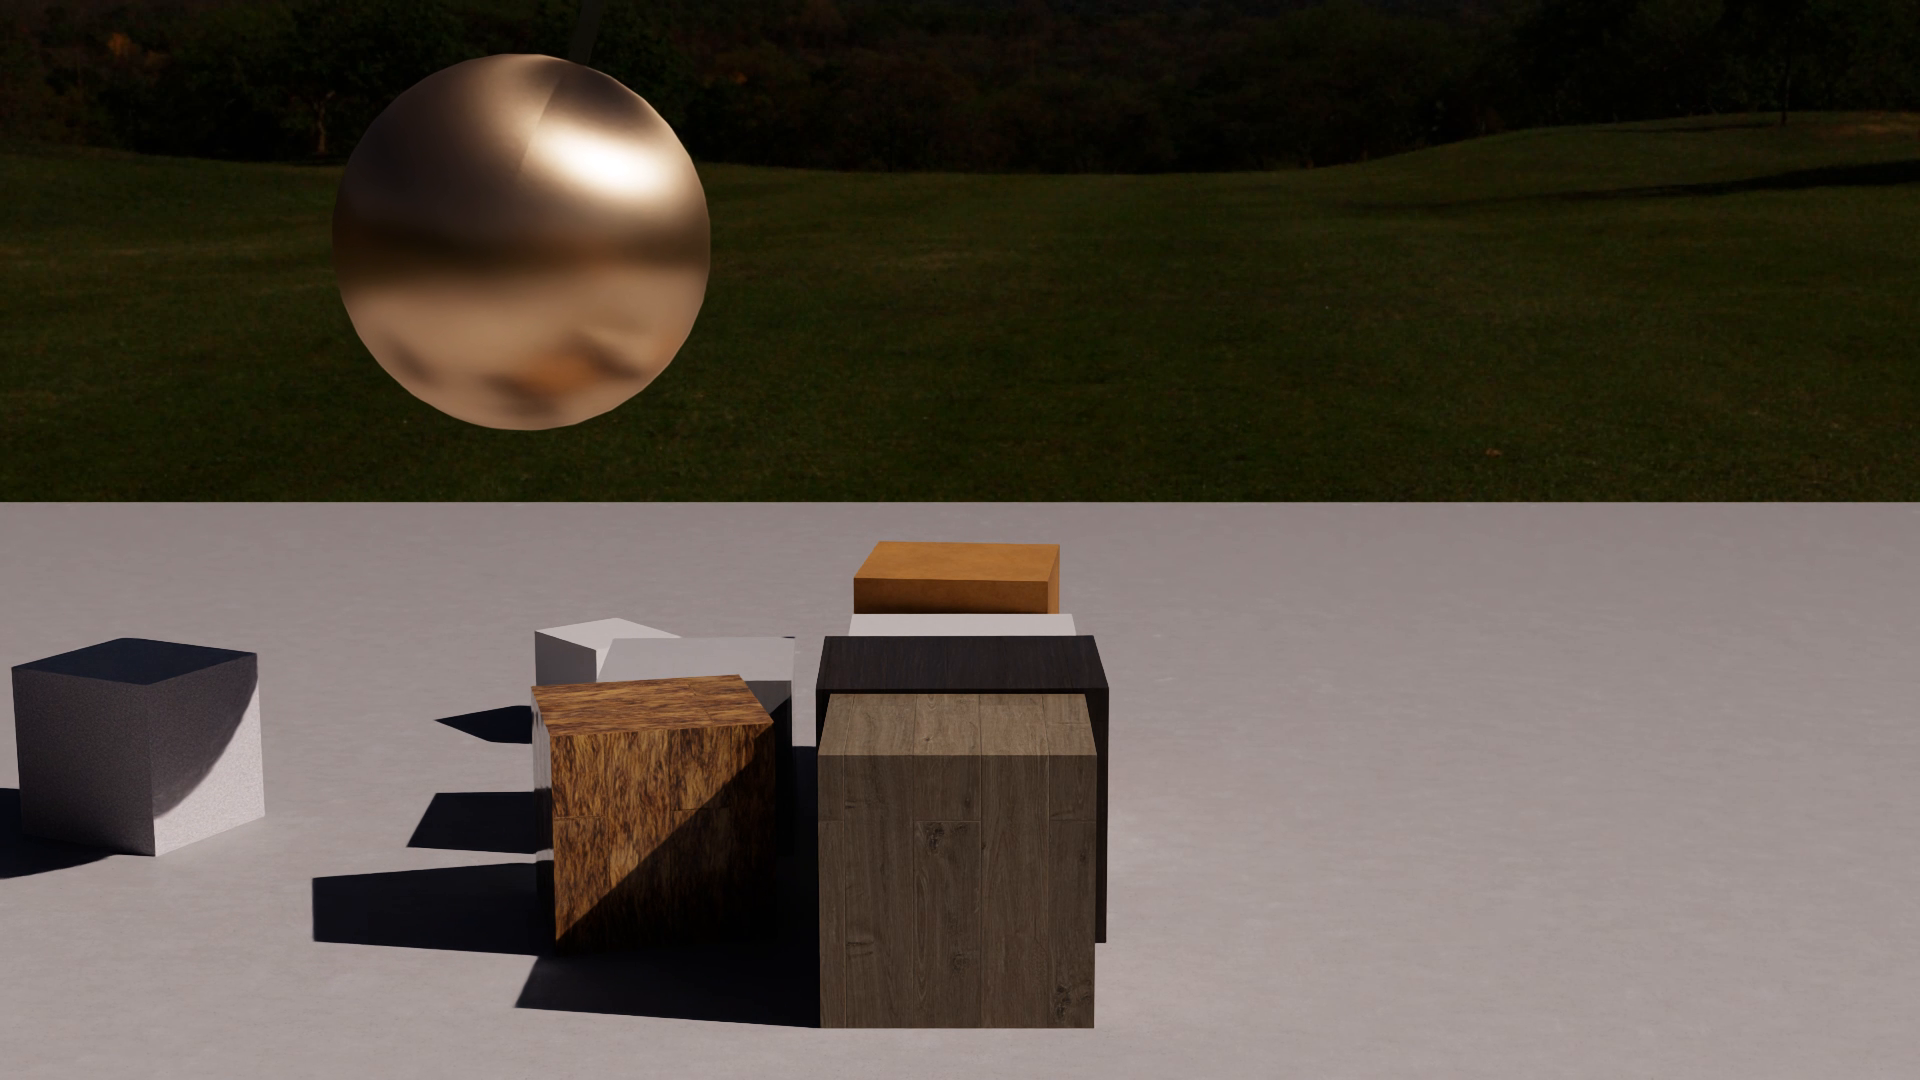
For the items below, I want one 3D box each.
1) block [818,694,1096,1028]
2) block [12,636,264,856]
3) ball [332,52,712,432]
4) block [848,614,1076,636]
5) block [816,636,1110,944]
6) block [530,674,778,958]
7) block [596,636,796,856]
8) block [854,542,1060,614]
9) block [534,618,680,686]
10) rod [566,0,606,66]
[{"bbox_3d":[-0.010,1.219,9.924,1.020,1.051,0.937,0,10,0],"label":"block"},{"bbox_3d":[-3.859,0.955,12.080,0.819,0.799,0.729,5,11,26],"label":"block"},{"bbox_3d":[-1.861,-1.266,10.950,1.600,1.600,1.600,0,10,0],"label":"ball"},{"bbox_3d":[0.011,0.912,11.834,1.043,0.972,0.918,0,10,0],"label":"block"},{"bbox_3d":[0.003,1.035,10.875,1.179,1.072,0.984,0,10,-1],"label":"block"},{"bbox_3d":[-1.296,1.134,10.776,0.902,0.914,0.879,-3,11,-14],"label":"block"},{"bbox_3d":[-1.215,0.955,12.026,0.874,0.818,0.909,0,10,-3],"label":"block"},{"bbox_3d":[0.000,0.656,12.804,0.930,1.128,0.977,1,10,5],"label":"block"},{"bbox_3d":[-1.906,0.763,13.896,0.525,0.527,0.623,-9,13,-39],"label":"block"},{"bbox_3d":[-0.806,-4.446,10.372,0.080,5.200,0.080,18,10,-3],"label":"rod"}]
